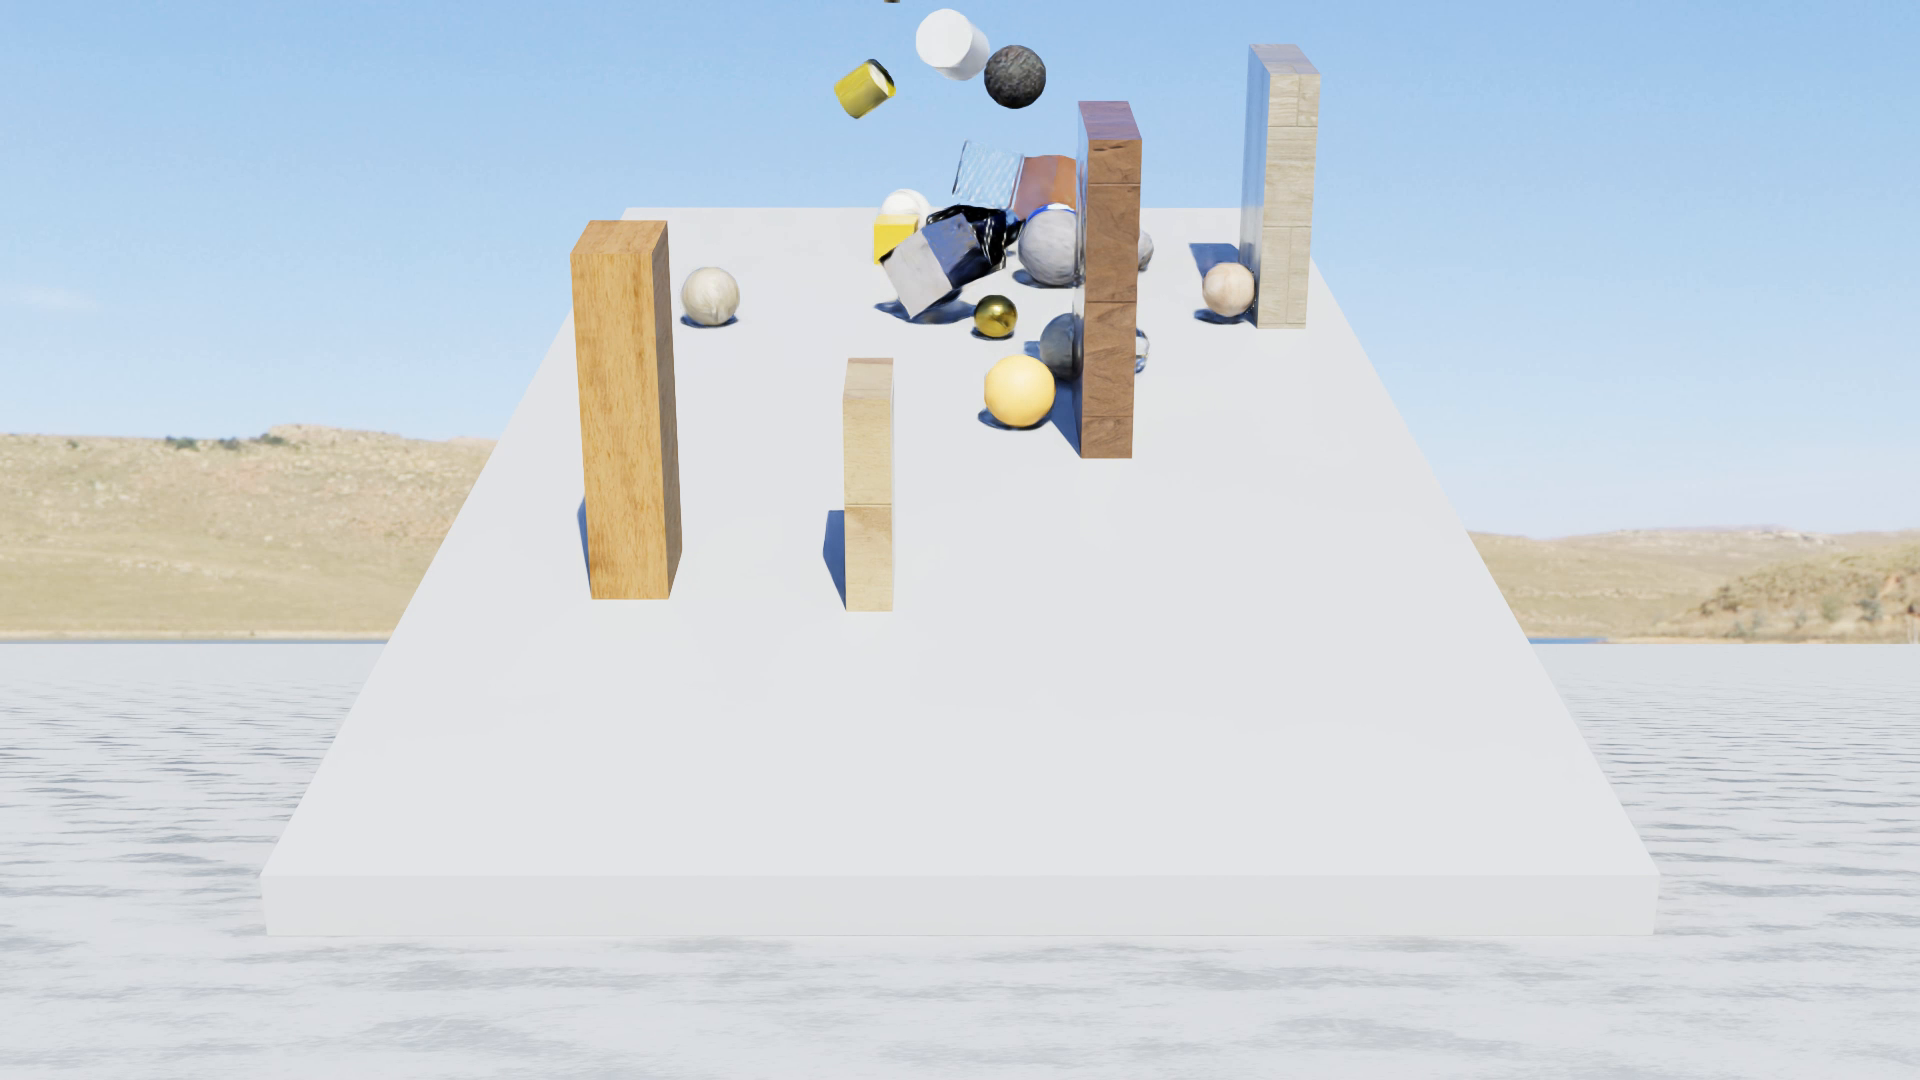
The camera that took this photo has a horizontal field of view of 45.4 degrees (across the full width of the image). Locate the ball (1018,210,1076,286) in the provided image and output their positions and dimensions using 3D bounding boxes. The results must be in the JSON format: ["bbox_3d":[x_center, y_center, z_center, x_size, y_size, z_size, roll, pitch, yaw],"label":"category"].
[{"bbox_3d":[0.257,-0.785,6.151,0.203,0.203,0.203,0,-2,0],"label":"ball"}]

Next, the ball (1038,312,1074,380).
[{"bbox_3d":[0.266,-0.454,5.384,0.161,0.161,0.161,0,-2,0],"label":"ball"}]

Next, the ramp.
[{"bbox_3d":[-0.006,-0.220,5.150,2.000,0.100,4.000,0,22,0],"label":"ramp"}]

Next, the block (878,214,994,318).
[{"bbox_3d":[-0.059,-0.696,5.825,0.172,0.172,0.172,-30,-1,44],"label":"block"}]

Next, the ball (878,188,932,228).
[{"bbox_3d":[-0.155,-0.920,6.508,0.151,0.151,0.151,0,-2,0],"label":"ball"}]

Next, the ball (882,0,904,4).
[{"bbox_3d":[-0.193,-1.614,6.566,0.152,0.152,0.152,0,-2,0],"label":"ball"}]

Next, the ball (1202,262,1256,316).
[{"bbox_3d":[0.682,-0.637,5.824,0.138,0.138,0.138,0,-2,0],"label":"ball"}]

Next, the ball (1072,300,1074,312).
[{"bbox_3d":[0.339,-0.582,5.758,0.119,0.119,0.119,0,-2,0],"label":"ball"}]

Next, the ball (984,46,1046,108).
[{"bbox_3d":[0.152,-1.272,6.306,0.172,0.172,0.172,0,-2,0],"label":"ball"}]

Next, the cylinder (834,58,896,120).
[{"bbox_3d":[-0.283,-1.342,6.824,0.130,0.130,0.130,-30,-17,26],"label":"cylinder"}]

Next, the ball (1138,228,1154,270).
[{"bbox_3d":[0.470,-0.797,6.292,0.122,0.122,0.122,0,-2,0],"label":"ball"}]

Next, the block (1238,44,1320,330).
[{"bbox_3d":[0.812,-0.912,5.882,0.122,0.641,0.435,0,22,0],"label":"block"}]

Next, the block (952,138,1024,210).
[{"bbox_3d":[0.077,-1.003,6.296,0.158,0.158,0.158,14,9,2],"label":"block"}]

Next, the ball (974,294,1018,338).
[{"bbox_3d":[0.089,-0.557,5.708,0.111,0.111,0.111,0,-2,0],"label":"ball"}]

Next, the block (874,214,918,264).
[{"bbox_3d":[-0.177,-0.838,6.401,0.114,0.114,0.114,2,22,5],"label":"block"}]

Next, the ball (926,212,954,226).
[{"bbox_3d":[-0.044,-0.858,6.443,0.120,0.120,0.120,0,-2,0],"label":"ball"}]

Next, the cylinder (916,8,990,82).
[{"bbox_3d":[-0.022,-1.506,6.990,0.179,0.179,0.179,-1,-2,18],"label":"cylinder"}]

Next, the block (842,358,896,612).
[{"bbox_3d":[-0.164,-0.103,4.181,0.084,0.404,0.243,0,22,0],"label":"block"}]

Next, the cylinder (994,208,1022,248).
[{"bbox_3d":[0.098,-0.859,6.412,0.111,0.111,0.111,-3,31,48],"label":"cylinder"}]

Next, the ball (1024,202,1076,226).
[{"bbox_3d":[0.260,-0.845,6.342,0.173,0.173,0.173,0,-2,0],"label":"ball"}]

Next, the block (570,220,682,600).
[{"bbox_3d":[-0.603,-0.236,4.184,0.141,0.648,0.240,0,22,0],"label":"block"}]

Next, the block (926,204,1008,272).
[{"bbox_3d":[0.019,-0.818,6.291,0.159,0.159,0.159,13,26,29],"label":"block"}]

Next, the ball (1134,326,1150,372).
[{"bbox_3d":[0.393,-0.454,5.444,0.116,0.116,0.116,0,-2,0],"label":"ball"}]

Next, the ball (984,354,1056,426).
[{"bbox_3d":[0.131,-0.330,5.076,0.160,0.160,0.160,0,-2,0],"label":"ball"}]

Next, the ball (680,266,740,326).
[{"bbox_3d":[-0.631,-0.617,5.799,0.150,0.150,0.150,0,-2,0],"label":"ball"}]

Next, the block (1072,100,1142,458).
[{"bbox_3d":[0.313,-0.567,4.960,0.109,0.687,0.403,0,22,0],"label":"block"}]

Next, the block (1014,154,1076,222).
[{"bbox_3d":[0.288,-0.983,6.550,0.181,0.181,0.181,13,-1,-32],"label":"block"}]
